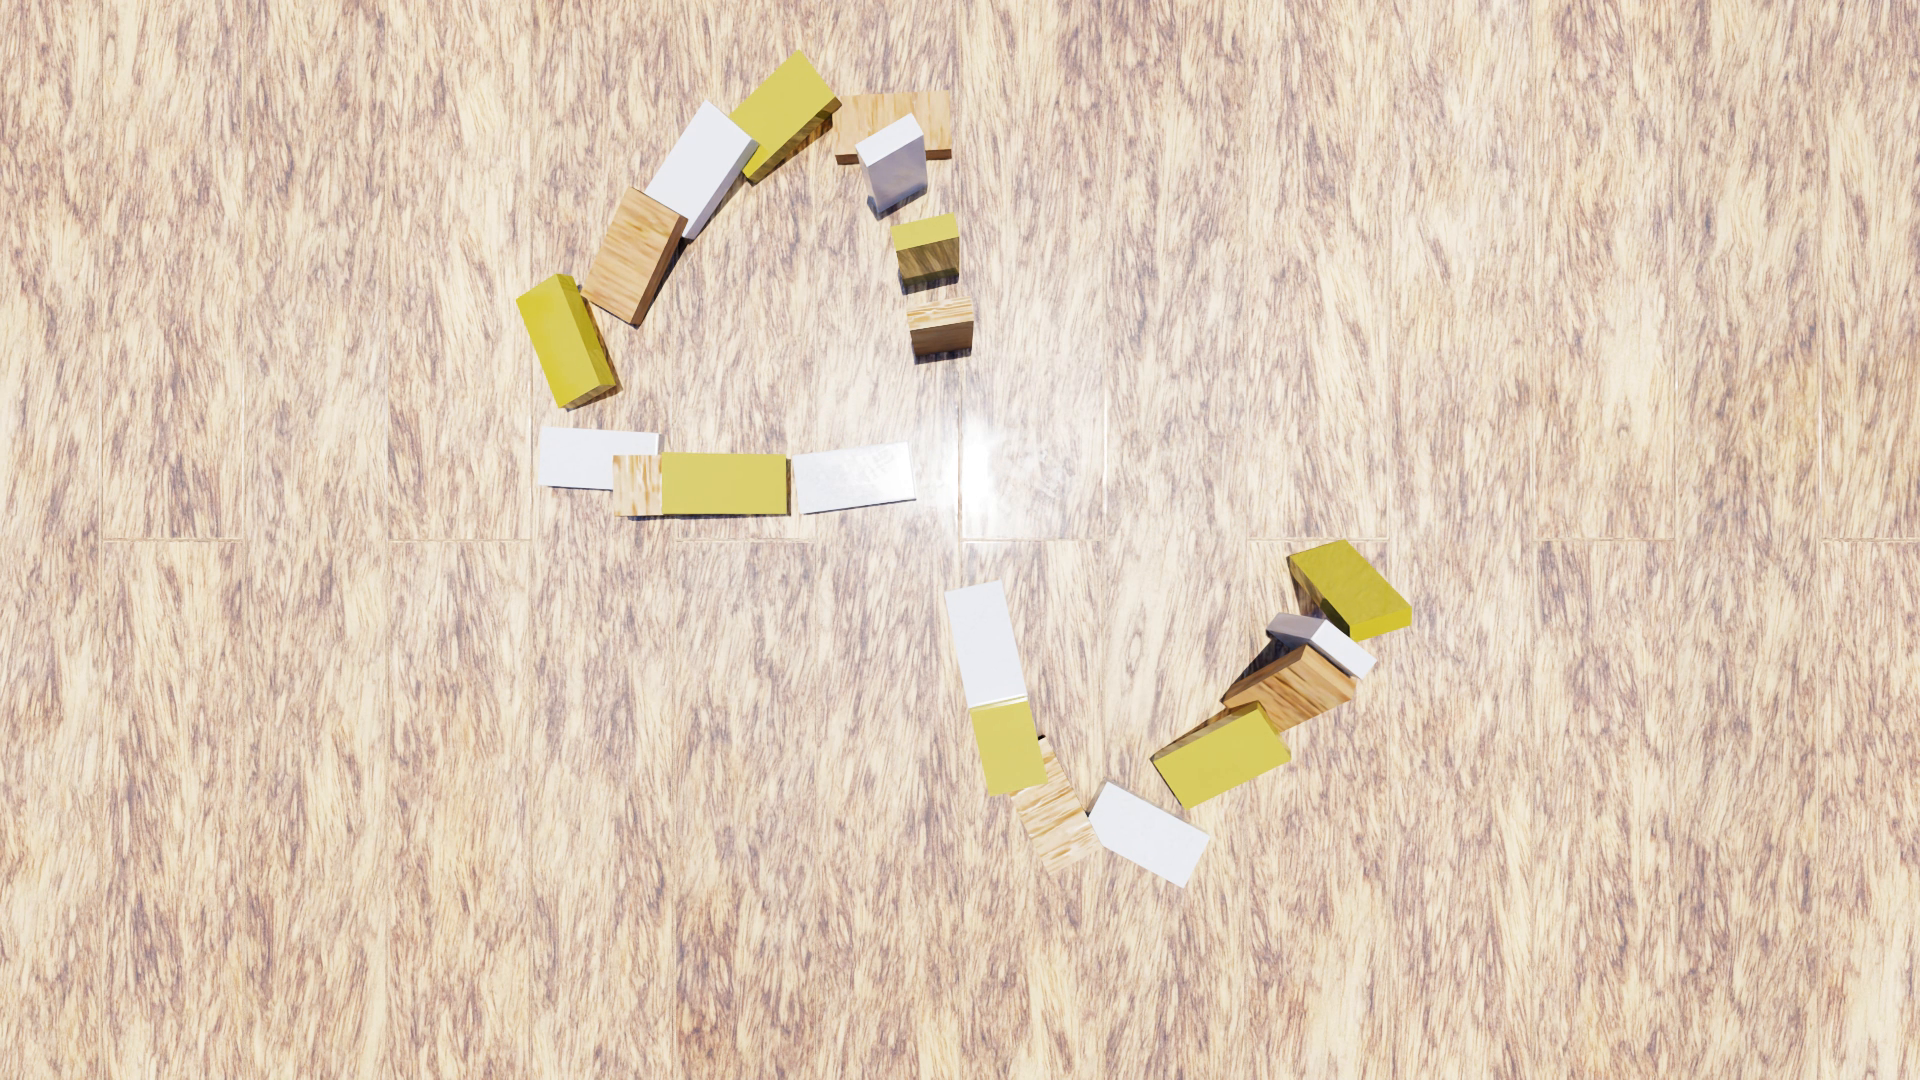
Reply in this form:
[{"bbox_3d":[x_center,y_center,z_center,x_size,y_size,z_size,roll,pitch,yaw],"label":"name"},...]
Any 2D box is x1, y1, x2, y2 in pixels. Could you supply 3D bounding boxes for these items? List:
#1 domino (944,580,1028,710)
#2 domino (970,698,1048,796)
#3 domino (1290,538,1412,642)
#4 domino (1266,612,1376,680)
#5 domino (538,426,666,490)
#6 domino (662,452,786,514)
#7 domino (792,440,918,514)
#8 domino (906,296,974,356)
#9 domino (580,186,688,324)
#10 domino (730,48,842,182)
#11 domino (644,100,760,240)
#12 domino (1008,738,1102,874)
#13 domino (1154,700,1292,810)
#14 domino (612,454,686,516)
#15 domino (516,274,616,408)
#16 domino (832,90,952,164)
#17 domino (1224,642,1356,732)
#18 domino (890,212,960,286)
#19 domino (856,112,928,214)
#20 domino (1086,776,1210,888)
[{"bbox_3d":[0.011,0.044,0.389,0.025,0.009,0.050,-12,75,0],"label":"domino"},{"bbox_3d":[0.019,0.081,0.388,0.025,0.009,0.050,-14,73,0],"label":"domino"},{"bbox_3d":[0.159,0.020,0.377,0.025,0.050,0.010,-17,123,0],"label":"domino"},{"bbox_3d":[0.146,0.042,0.375,0.025,0.050,0.010,38,89,0],"label":"domino"},{"bbox_3d":[-0.154,-0.034,0.395,0.050,0.010,0.025,3,90,0],"label":"domino"},{"bbox_3d":[-0.099,-0.023,0.385,0.050,0.009,0.025,0,90,-17],"label":"domino"},{"bbox_3d":[-0.045,-0.027,0.395,0.050,0.009,0.025,-8,90,0],"label":"domino"},{"bbox_3d":[-0.008,-0.087,0.375,0.025,0.050,0.009,-9,90,0],"label":"domino"},{"bbox_3d":[-0.139,-0.121,0.390,0.025,0.009,0.050,30,102,2],"label":"domino"},{"bbox_3d":[-0.078,-0.180,0.390,0.050,0.010,0.025,-37,90,12],"label":"domino"},{"bbox_3d":[-0.111,-0.157,0.389,0.025,0.010,0.050,41,105,0],"label":"domino"},{"bbox_3d":[0.037,0.112,0.389,0.025,0.010,0.050,-28,75,0],"label":"domino"},{"bbox_3d":[0.110,0.091,0.387,0.050,0.009,0.025,-34,90,21],"label":"domino"},{"bbox_3d":[-0.120,-0.023,0.388,0.050,0.009,0.025,-2,90,-17],"label":"domino"},{"bbox_3d":[-0.168,-0.084,0.391,0.025,0.009,0.050,-22,90,22],"label":"domino"},{"bbox_3d":[-0.029,-0.178,0.395,0.050,0.010,0.025,-3,90,0],"label":"domino"},{"bbox_3d":[0.135,0.063,0.377,0.025,0.050,0.010,38,53,0],"label":"domino"},{"bbox_3d":[-0.013,-0.118,0.375,0.025,0.050,0.010,-13,90,0],"label":"domino"},{"bbox_3d":[-0.027,-0.153,0.375,0.025,0.050,0.009,-30,90,0],"label":"domino"},{"bbox_3d":[0.079,0.126,0.395,0.050,0.010,0.025,28,90,0],"label":"domino"}]
